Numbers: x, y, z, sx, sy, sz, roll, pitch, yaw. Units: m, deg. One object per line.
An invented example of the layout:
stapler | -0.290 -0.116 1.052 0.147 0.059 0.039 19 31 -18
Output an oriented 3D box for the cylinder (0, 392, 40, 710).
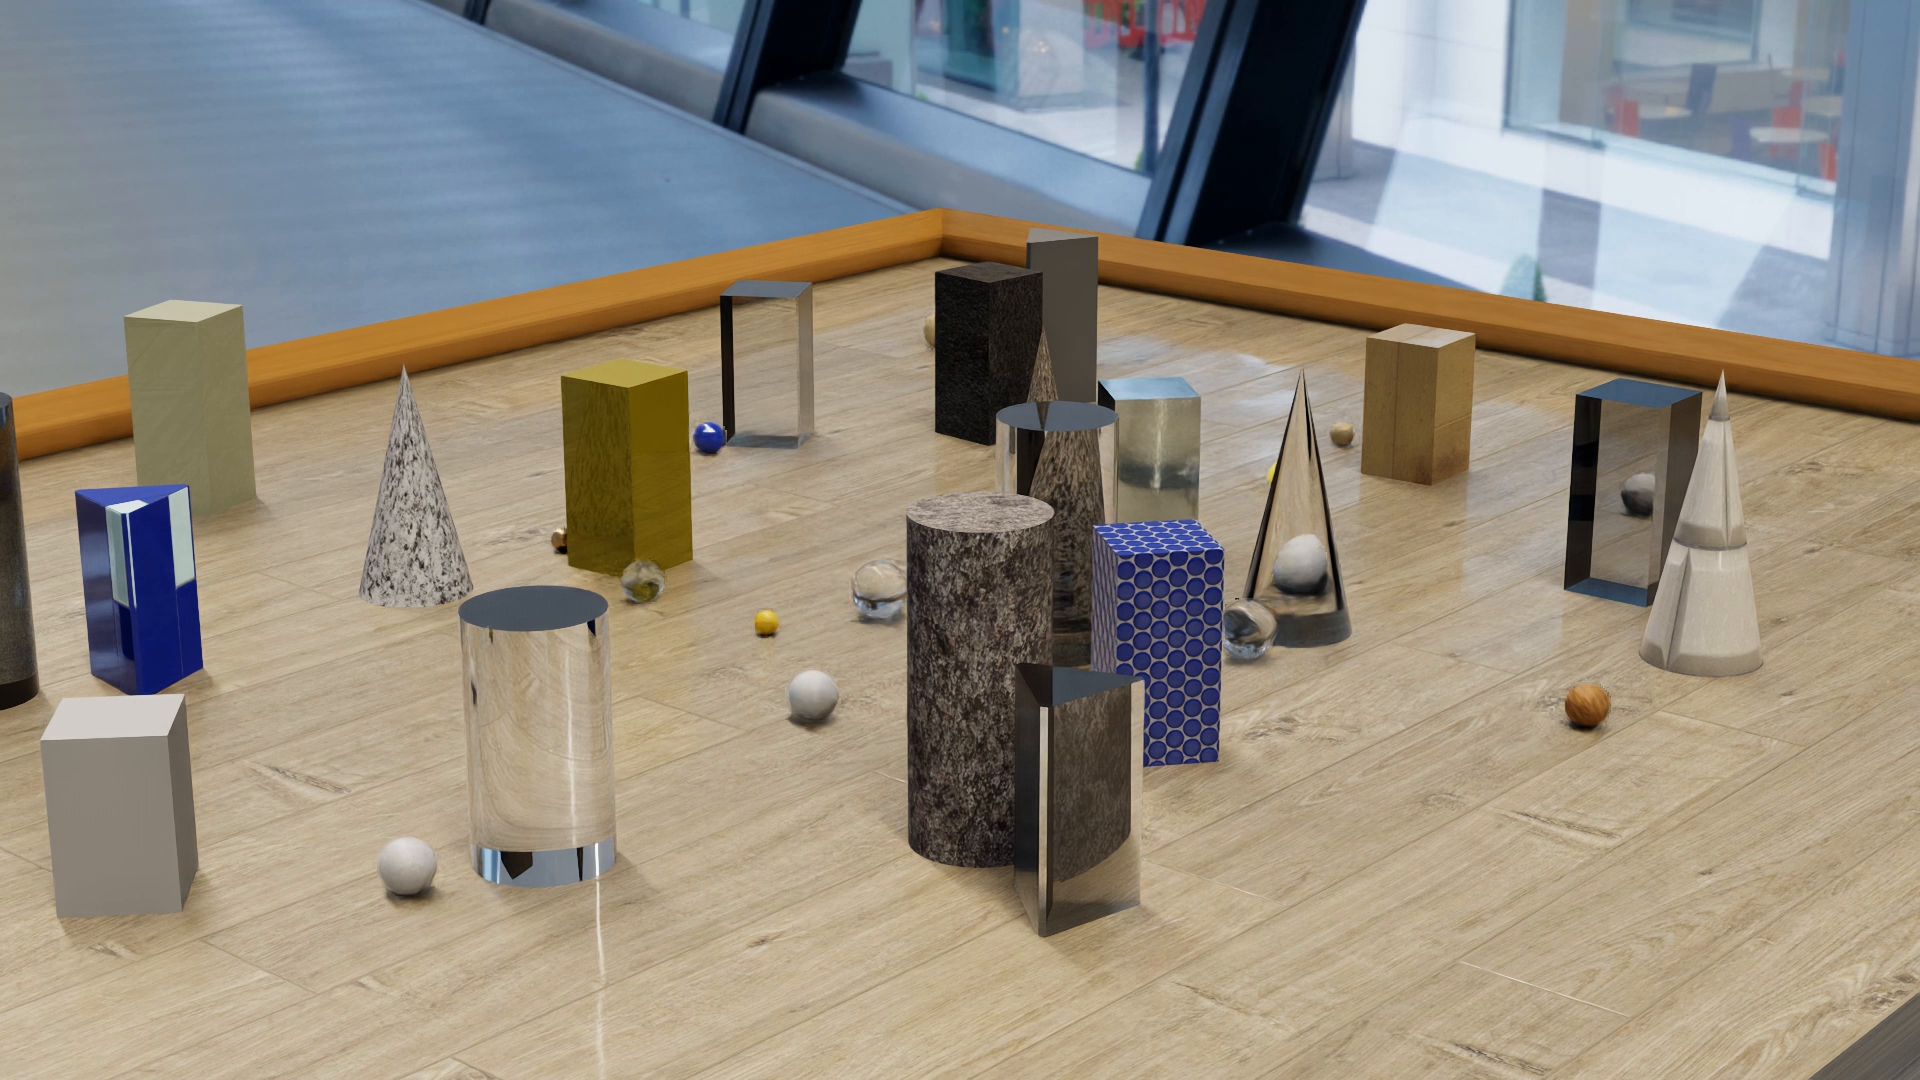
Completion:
cylinder | -1.561 0.018 4.575 0.199 0.474 0.199 0 17 0

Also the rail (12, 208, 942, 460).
rail | -1.524 -0.349 6.387 0.045 0.129 4.542 14 22 39

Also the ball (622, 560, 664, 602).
ball | -0.550 0.072 5.087 0.075 0.075 0.075 0 17 0

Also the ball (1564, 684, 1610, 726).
ball | 0.962 0.253 4.498 0.067 0.067 0.067 0 17 0

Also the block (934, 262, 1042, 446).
block | 0.060 -0.394 6.162 0.159 0.346 0.159 -16 23 -42

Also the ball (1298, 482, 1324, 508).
ball | 0.678 -0.087 5.655 0.052 0.052 0.052 0 17 0

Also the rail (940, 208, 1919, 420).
rail | 1.473 -0.457 6.745 4.084 0.129 0.045 14 22 39

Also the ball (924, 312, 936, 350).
ball | -0.037 -0.495 6.930 0.098 0.098 0.098 0 17 0

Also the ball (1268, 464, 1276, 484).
ball | 0.635 -0.123 5.756 0.063 0.063 0.063 0 17 0

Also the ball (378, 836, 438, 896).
ball | -0.732 0.432 3.887 0.077 0.077 0.077 0 17 0

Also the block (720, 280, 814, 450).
block | -0.401 -0.367 6.120 0.159 0.320 0.159 3 17 9

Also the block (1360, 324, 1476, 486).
block | 0.918 -0.273 5.876 0.159 0.280 0.159 12 21 35

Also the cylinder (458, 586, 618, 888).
cylinder | -0.568 0.263 3.958 0.199 0.360 0.199 0 17 0

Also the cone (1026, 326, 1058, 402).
cone | 0.141 -0.128 5.022 0.199 0.496 0.199 0 17 0

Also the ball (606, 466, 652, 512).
ball | -0.635 -0.098 5.625 0.091 0.091 0.091 0 17 0

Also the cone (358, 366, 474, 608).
cone | -0.957 -0.108 5.103 0.199 0.410 0.199 0 17 0

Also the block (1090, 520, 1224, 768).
block | 0.292 0.154 4.373 0.159 0.330 0.159 -3 17 -10

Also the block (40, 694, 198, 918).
block | -1.106 0.349 3.869 0.159 0.247 0.159 -2 17 -6

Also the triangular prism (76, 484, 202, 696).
triangular prism | -1.289 0.073 4.680 0.149 0.307 0.172 -14 22 -39

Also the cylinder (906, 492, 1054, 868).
cylinder | 0.027 0.189 4.005 0.199 0.474 0.199 0 17 0

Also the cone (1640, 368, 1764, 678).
cone | 1.217 -0.040 4.746 0.199 0.486 0.199 0 17 0

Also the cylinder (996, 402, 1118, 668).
cylinder | 0.157 -0.011 4.803 0.199 0.397 0.199 0 17 0

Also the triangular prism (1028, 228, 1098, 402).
triangular prism | 0.192 -0.492 6.449 0.172 0.369 0.149 -8 18 -25

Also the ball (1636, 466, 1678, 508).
ball | 1.346 -0.102 5.656 0.079 0.079 0.079 0 17 0

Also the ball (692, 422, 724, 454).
ball | -0.517 -0.211 6.042 0.066 0.066 0.066 0 17 0

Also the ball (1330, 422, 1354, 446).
ball | 0.794 -0.221 6.098 0.051 0.051 0.051 0 17 0

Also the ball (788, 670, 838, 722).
ball | -0.227 0.240 4.522 0.079 0.079 0.079 0 17 0

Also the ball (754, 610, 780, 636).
ball | -0.325 0.139 4.921 0.042 0.042 0.042 0 17 0

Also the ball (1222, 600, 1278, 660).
ball | 0.470 0.146 4.800 0.098 0.098 0.098 0 17 0

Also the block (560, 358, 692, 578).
block | -0.597 -0.128 5.267 0.159 0.354 0.159 11 20 33

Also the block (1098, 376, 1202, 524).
block | 0.347 -0.142 5.432 0.159 0.286 0.159 -3 17 -8

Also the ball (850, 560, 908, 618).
ball | -0.137 0.084 5.003 0.100 0.100 0.100 0 17 0

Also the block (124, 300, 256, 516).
block | -1.480 -0.255 5.644 0.159 0.380 0.159 5 18 17

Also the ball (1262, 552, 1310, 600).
ball | 0.569 0.063 5.102 0.083 0.083 0.083 0 17 0

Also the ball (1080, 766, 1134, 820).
ball | 0.208 0.356 4.140 0.077 0.077 0.077 0 17 0

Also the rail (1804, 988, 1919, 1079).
rail | 1.524 0.414 3.853 0.045 0.129 4.542 14 22 39

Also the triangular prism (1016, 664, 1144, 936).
triangular prism | 0.124 0.327 3.825 0.172 0.313 0.149 -13 21 -38

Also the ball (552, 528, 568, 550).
ball | -0.730 0.000 5.385 0.041 0.041 0.041 0 17 0

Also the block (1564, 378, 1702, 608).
block | 1.175 -0.085 5.123 0.159 0.354 0.159 13 21 38

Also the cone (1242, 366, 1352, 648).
cone | 0.564 -0.070 4.891 0.199 0.460 0.199 0 17 0
